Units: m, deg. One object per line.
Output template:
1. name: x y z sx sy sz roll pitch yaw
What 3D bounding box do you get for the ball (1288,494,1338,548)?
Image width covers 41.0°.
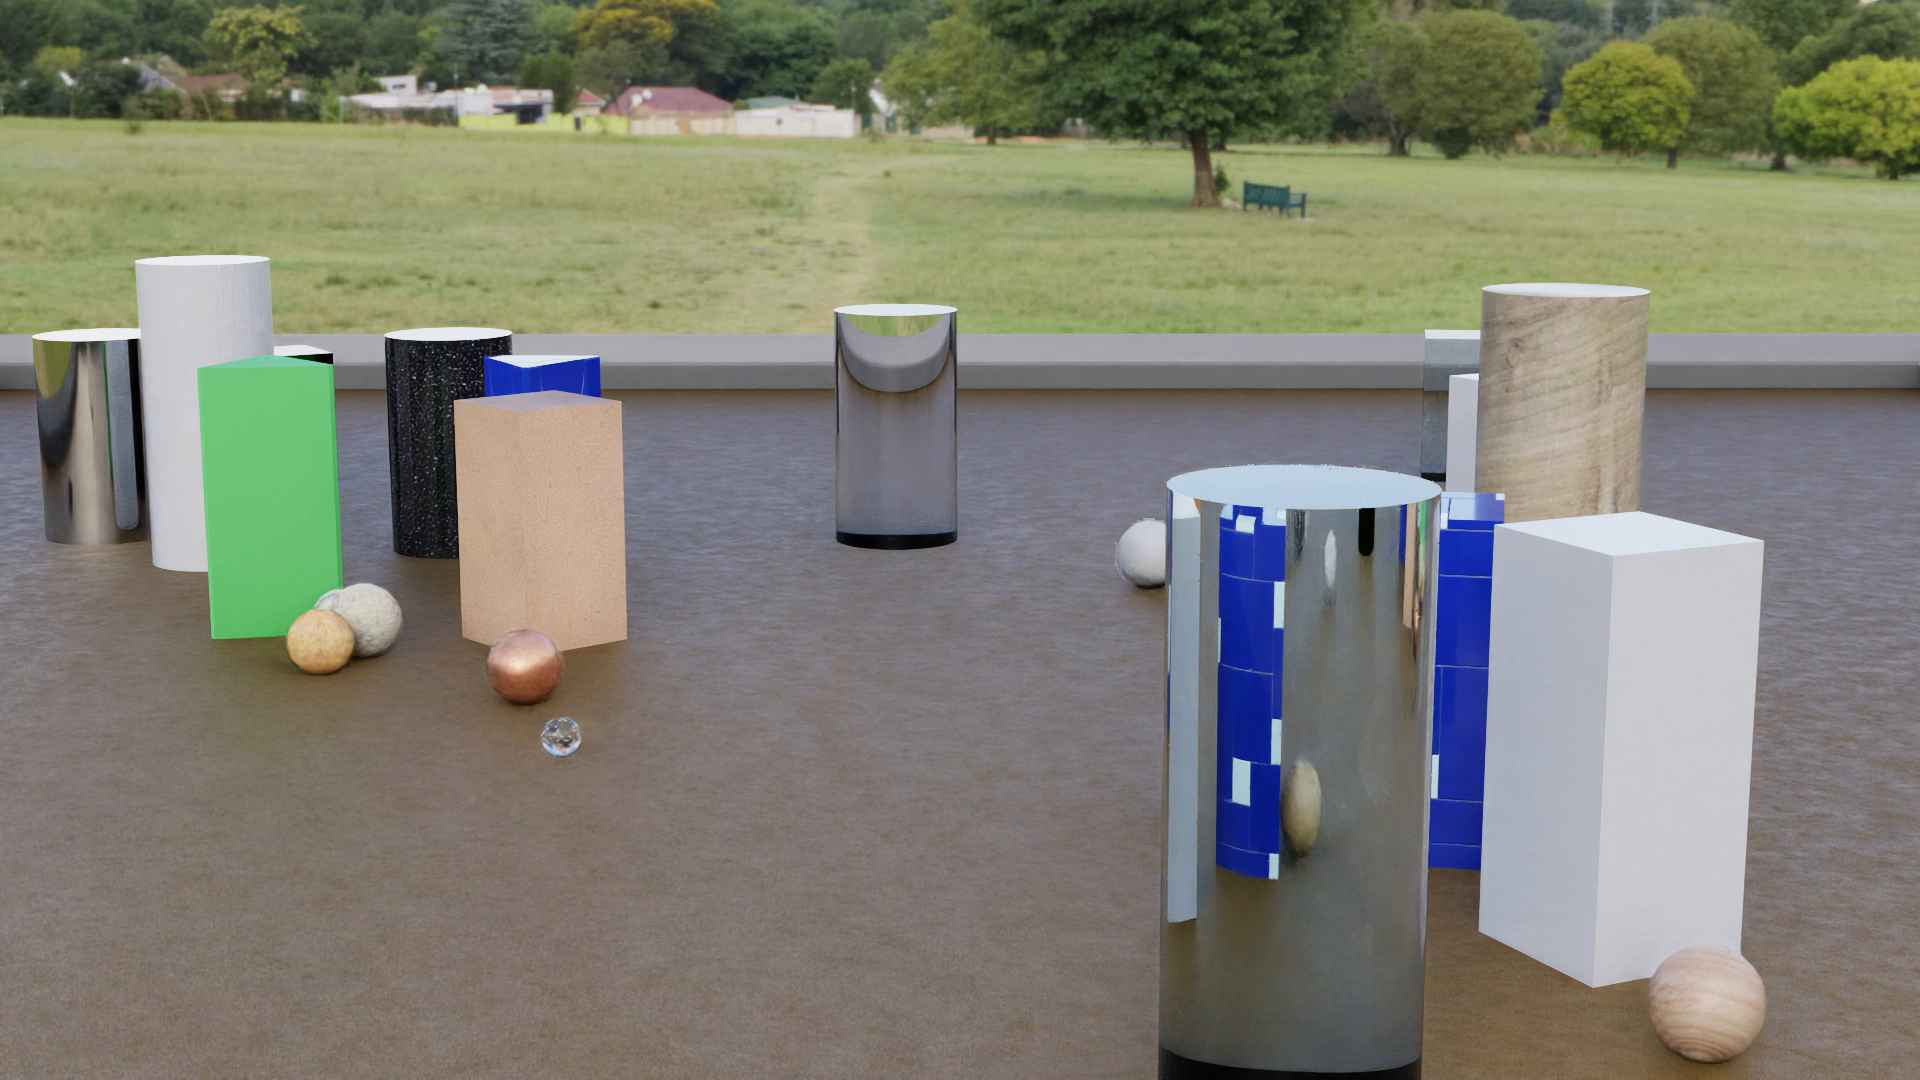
1. ball: 0.538 -0.029 3.888 0.082 0.082 0.082 0 11 0

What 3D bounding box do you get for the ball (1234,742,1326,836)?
1. ball: 0.306 0.236 2.433 0.090 0.090 0.090 0 11 0

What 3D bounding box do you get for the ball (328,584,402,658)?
1. ball: -0.737 0.099 3.175 0.091 0.091 0.091 0 11 0

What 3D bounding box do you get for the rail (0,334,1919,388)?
1. rail: -0.013 -0.398 5.752 4.411 0.122 0.045 0 11 0

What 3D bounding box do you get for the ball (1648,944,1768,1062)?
1. ball: 0.551 0.341 1.893 0.086 0.086 0.086 0 11 0

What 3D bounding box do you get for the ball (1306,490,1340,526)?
1. ball: 0.579 -0.052 4.075 0.058 0.058 0.058 0 11 0

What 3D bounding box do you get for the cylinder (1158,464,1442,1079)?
1. cylinder: 0.236 0.178 1.807 0.188 0.438 0.188 0 11 0

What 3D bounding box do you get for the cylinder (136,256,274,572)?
1. cylinder: -1.098 -0.189 3.762 0.188 0.442 0.188 0 11 0

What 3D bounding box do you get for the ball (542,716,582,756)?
1. ball: -0.423 0.209 2.722 0.042 0.042 0.042 0 11 0

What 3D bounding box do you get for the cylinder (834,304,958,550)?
1. cylinder: -0.098 -0.176 3.936 0.188 0.354 0.188 0 11 0

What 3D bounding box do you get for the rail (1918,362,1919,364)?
1. rail: 2.182 0.029 3.462 0.045 0.122 4.732 0 11 0

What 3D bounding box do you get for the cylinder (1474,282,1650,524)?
1. cylinder: 0.692 -0.056 2.976 0.188 0.469 0.188 0 11 0

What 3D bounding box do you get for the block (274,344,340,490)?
1. block: -1.175 -0.208 4.426 0.150 0.236 0.150 -7 12 -31

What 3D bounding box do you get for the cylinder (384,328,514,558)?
1. cylinder: -0.765 -0.149 3.868 0.188 0.325 0.188 0 11 0

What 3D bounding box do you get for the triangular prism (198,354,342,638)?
1. triangular prism: -0.891 -0.060 3.333 0.163 0.347 0.141 -2 11 -12

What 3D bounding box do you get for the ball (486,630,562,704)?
1. ball: -0.500 0.145 2.944 0.086 0.086 0.086 0 11 0

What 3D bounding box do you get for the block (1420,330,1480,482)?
1. block: 0.897 -0.238 4.547 0.150 0.252 0.150 2 11 9

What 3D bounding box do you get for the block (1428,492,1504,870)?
1. block: 0.426 0.126 2.398 0.150 0.324 0.150 2 11 12

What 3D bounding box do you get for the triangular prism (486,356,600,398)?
1. triangular prism: -0.620 -0.105 3.676 0.141 0.310 0.163 6 12 30

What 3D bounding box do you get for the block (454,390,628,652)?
1. block: -0.531 -0.025 3.254 0.150 0.306 0.150 -9 14 -41

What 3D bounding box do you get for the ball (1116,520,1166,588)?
1. ball: 0.266 0.019 3.598 0.094 0.094 0.094 0 11 0

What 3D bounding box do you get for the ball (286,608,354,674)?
1. ball: -0.769 0.122 3.087 0.079 0.079 0.079 0 11 0

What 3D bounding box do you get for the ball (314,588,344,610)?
1. ball: -0.786 0.096 3.256 0.068 0.068 0.068 0 11 0

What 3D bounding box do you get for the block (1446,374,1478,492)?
1. block: 0.848 -0.120 3.902 0.150 0.255 0.150 -5 12 -27

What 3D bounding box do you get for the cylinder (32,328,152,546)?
1. cylinder: -1.328 -0.163 3.977 0.188 0.312 0.188 0 11 0

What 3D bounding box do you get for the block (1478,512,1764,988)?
1. block: 0.540 0.166 2.110 0.150 0.350 0.150 -5 12 -25
